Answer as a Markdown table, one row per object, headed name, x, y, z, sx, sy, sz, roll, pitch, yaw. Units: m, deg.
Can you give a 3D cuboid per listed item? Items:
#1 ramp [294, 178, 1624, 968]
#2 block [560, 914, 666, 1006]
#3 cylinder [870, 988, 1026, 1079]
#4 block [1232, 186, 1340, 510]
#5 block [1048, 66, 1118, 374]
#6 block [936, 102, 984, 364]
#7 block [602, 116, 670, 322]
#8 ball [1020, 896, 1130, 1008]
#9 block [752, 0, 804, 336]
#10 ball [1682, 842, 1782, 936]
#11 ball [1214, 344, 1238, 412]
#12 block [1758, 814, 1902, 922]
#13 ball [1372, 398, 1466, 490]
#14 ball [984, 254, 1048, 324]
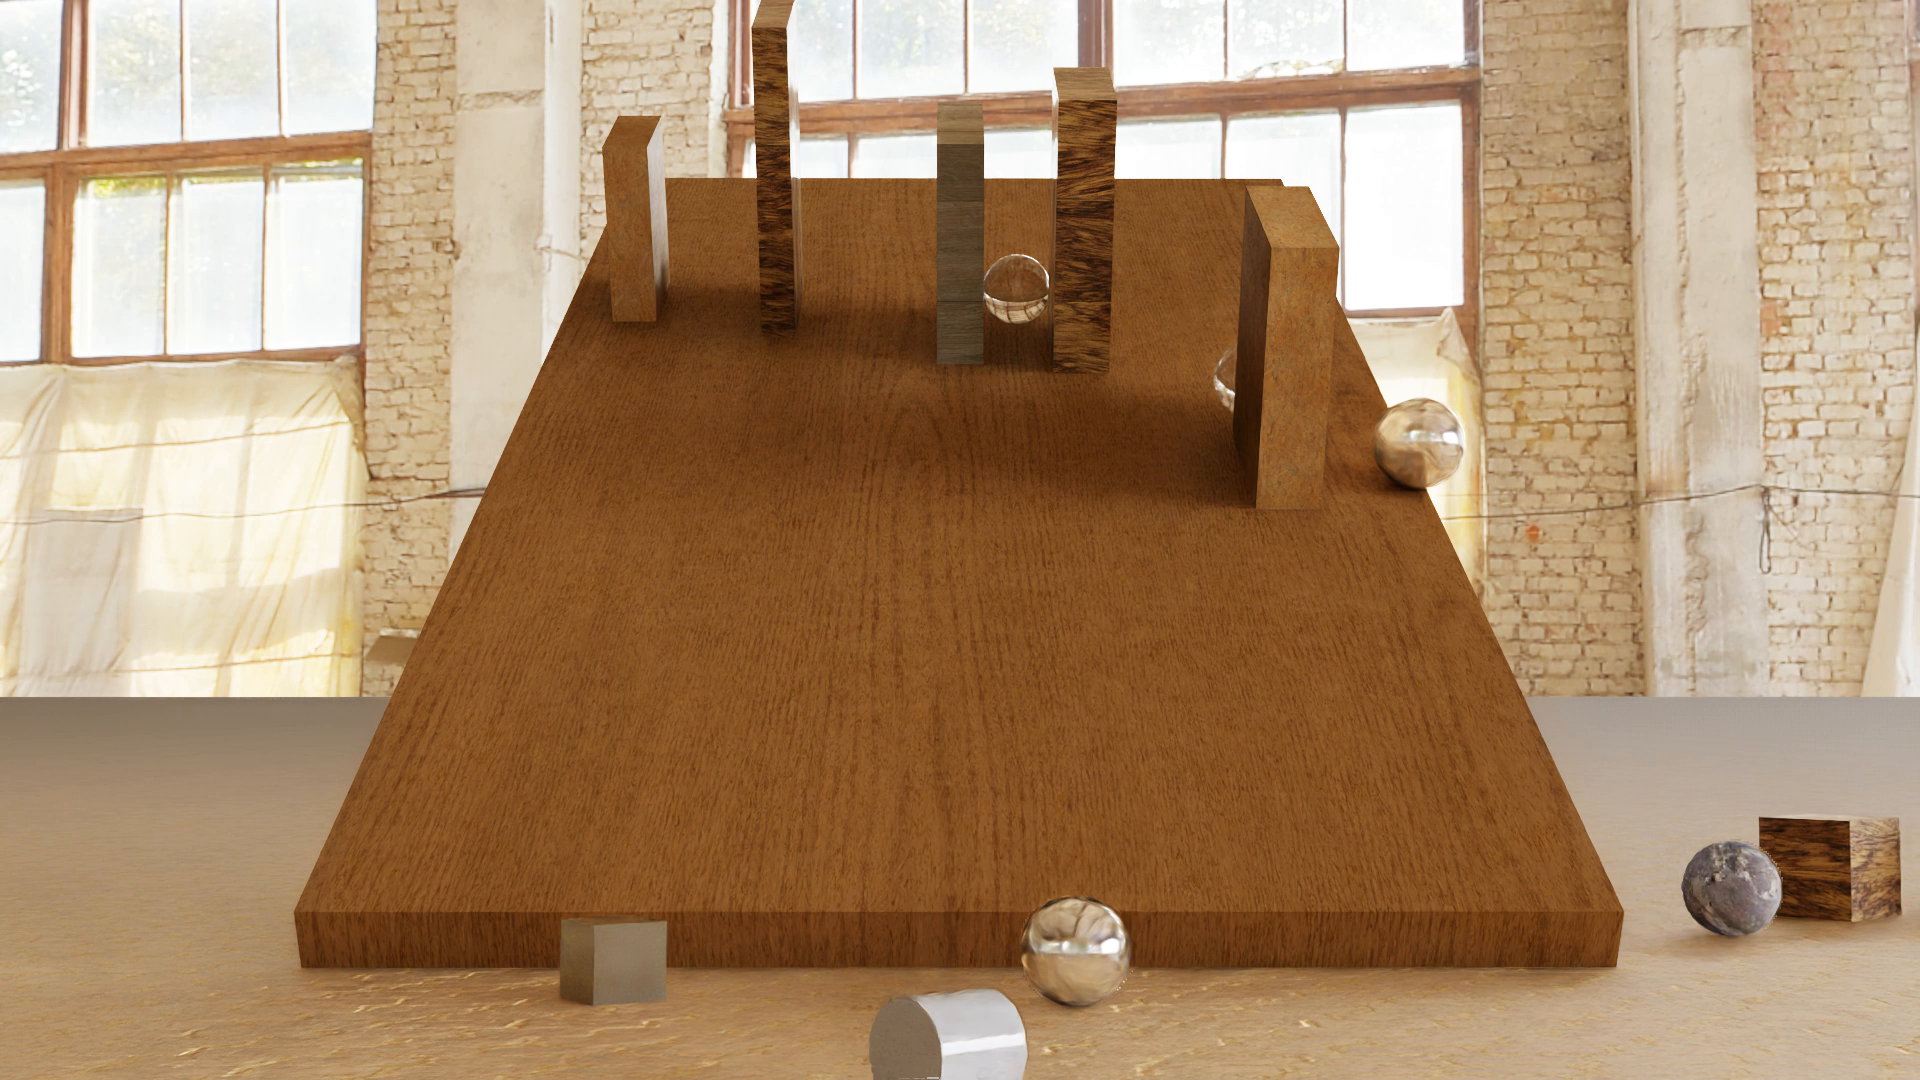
| name | x | y | z | sx | sy | sz | roll | pitch | yaw |
| --- | --- | --- | --- | --- | --- | --- | --- | --- | --- |
| ramp | -0.009 | -0.229 | 5.349 | 2.000 | 0.100 | 4.000 | 0 | 25 | 0 |
| block | -0.473 | 0.572 | 3.185 | 0.107 | 0.107 | 0.107 | 2 | -4 | -34 |
| cylinder | -0.012 | 0.517 | 2.372 | 0.114 | 0.114 | 0.114 | 3 | -5 | -41 |
| block | 0.685 | -0.414 | 4.956 | 0.136 | 0.567 | 0.441 | 0 | 25 | 0 |
| block | 0.290 | -0.769 | 5.613 | 0.134 | 0.664 | 0.326 | 0 | 25 | 0 |
| block | 0.000 | -0.756 | 5.726 | 0.112 | 0.545 | 0.396 | 0 | 25 | 0 |
| block | -0.827 | -0.826 | 5.985 | 0.111 | 0.452 | 0.314 | 0 | 25 | 0 |
| ball | 0.154 | 0.548 | 3.116 | 0.147 | 0.147 | 0.147 | 0 | -4 | 0 |
| block | -0.453 | -0.935 | 5.840 | 0.084 | 0.772 | 0.364 | 0 | 25 | 0 |
| ball | 1.323 | 0.598 | 4.006 | 0.163 | 0.163 | 0.163 | 0 | -4 | 0 |
| ball | 0.668 | -0.366 | 5.318 | 0.178 | 0.178 | 0.178 | 0 | -4 | 0 |
| block | 1.632 | 0.612 | 4.383 | 0.182 | 0.182 | 0.182 | 3 | -5 | -41 |
| ball | 0.973 | -0.205 | 4.950 | 0.195 | 0.195 | 0.195 | 0 | -4 | 0 |
| ball | 0.143 | -0.632 | 5.898 | 0.177 | 0.177 | 0.177 | 0 | -4 | 0 |
